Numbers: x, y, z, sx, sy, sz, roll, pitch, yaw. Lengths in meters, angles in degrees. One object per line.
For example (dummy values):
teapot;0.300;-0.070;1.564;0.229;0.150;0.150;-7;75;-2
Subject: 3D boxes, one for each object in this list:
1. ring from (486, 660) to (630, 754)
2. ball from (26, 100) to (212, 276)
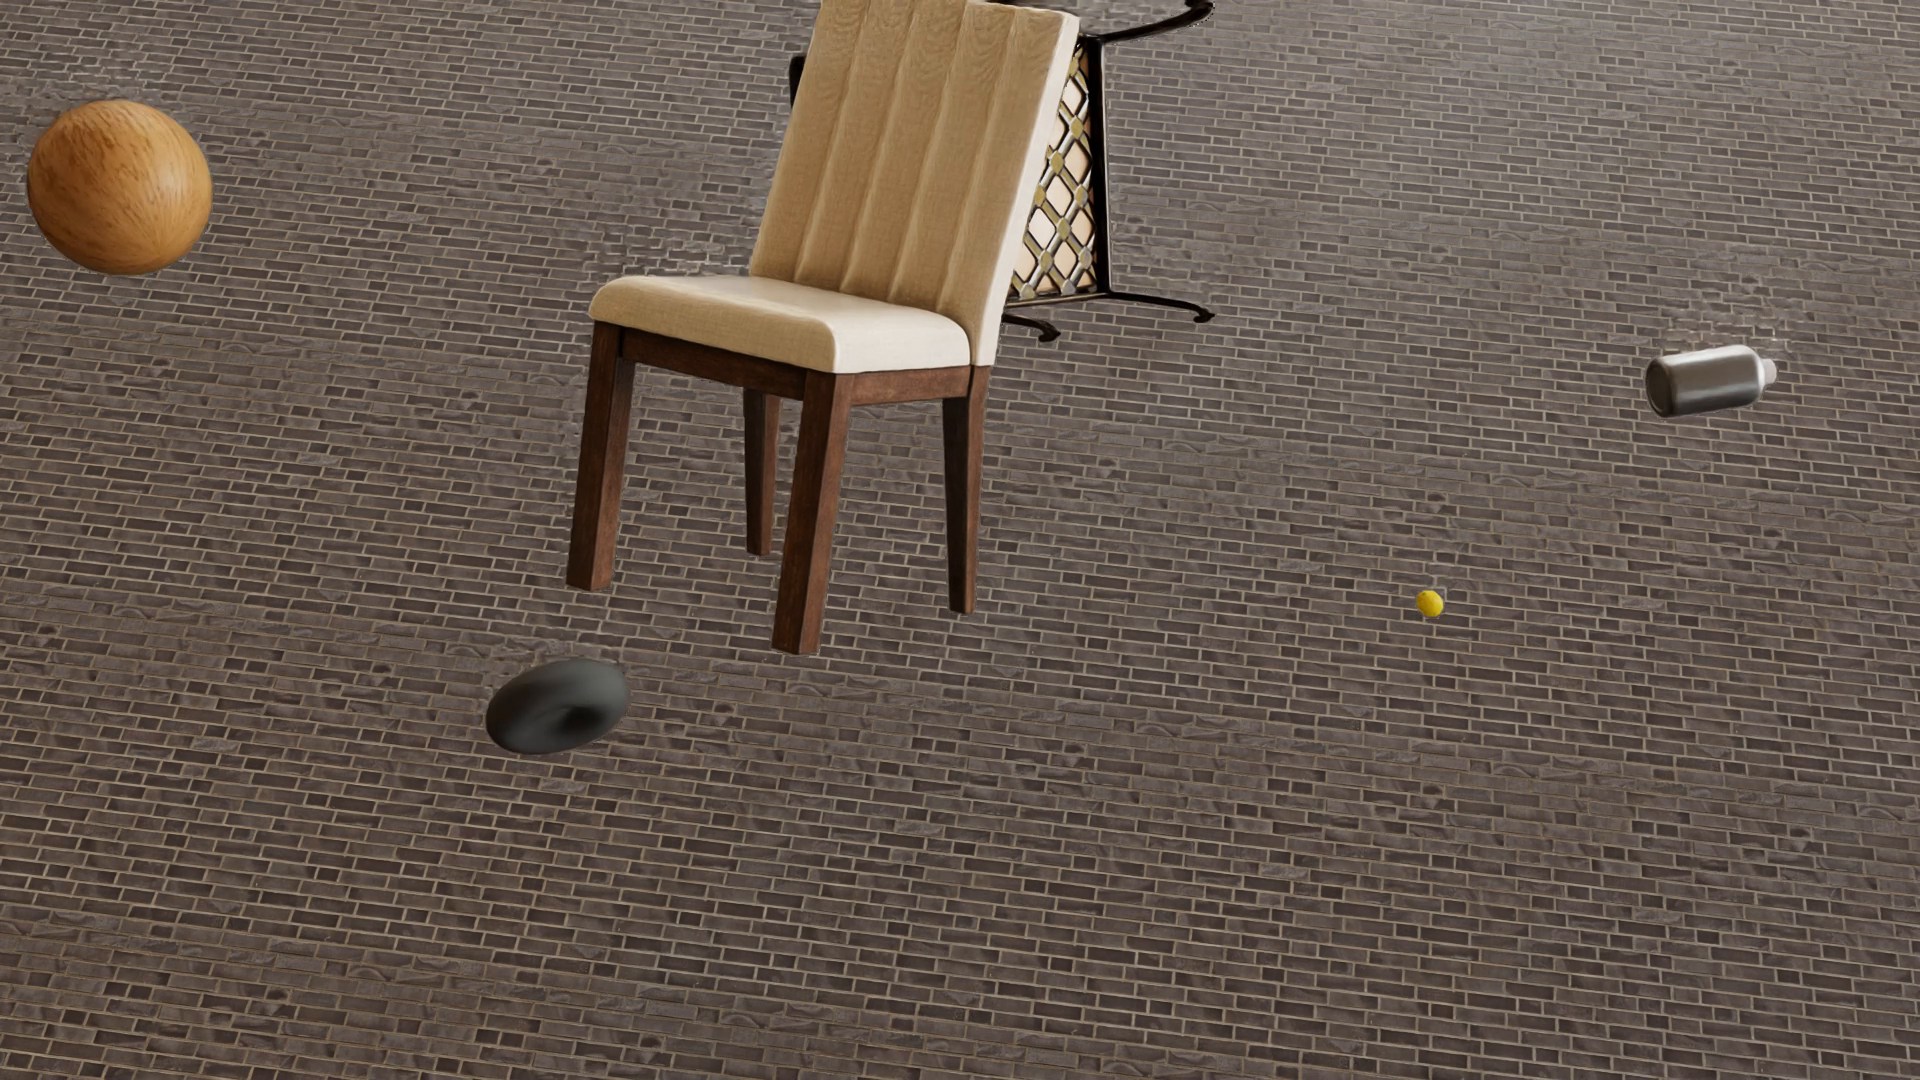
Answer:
ring;-0.713;0.296;3.898;0.266;0.187;0.092;-20;52;7
ball;-1.200;-0.503;3.143;0.249;0.249;0.249;0;56;0
